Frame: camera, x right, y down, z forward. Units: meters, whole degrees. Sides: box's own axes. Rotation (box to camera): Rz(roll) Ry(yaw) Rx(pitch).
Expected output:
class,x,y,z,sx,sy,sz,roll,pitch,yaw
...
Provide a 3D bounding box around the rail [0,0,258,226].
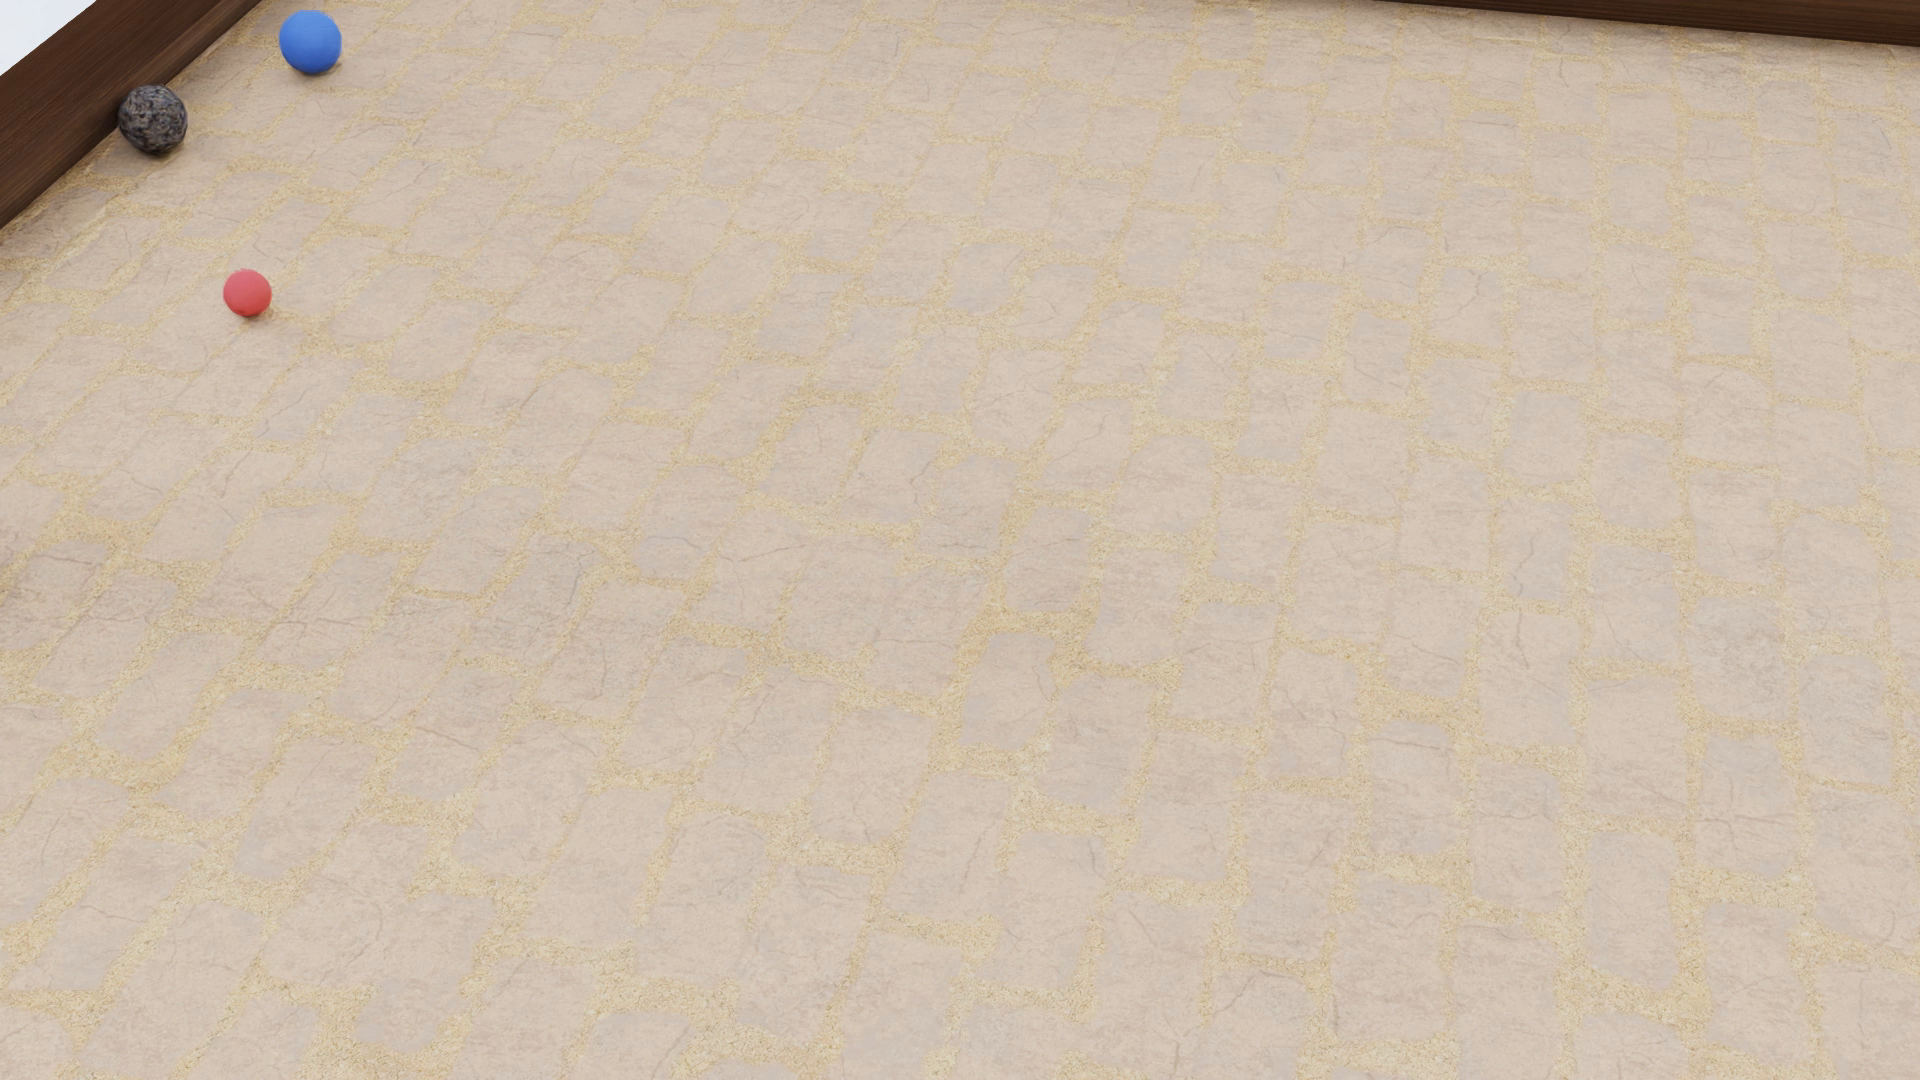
class,x,y,z,sx,sy,sz,roll,pitch,yaw
rail,-0.938,-0.147,2.046,0.045,0.128,2.323,7,35,10

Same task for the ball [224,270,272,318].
class,x,y,z,sx,sy,sz,roll,pitch,yaw
ball,-0.617,-0.213,2.221,0.041,0.041,0.041,0,35,0

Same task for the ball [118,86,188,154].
class,x,y,z,sx,sy,sz,roll,pitch,yaw
ball,-0.780,-0.407,2.482,0.065,0.065,0.065,0,35,0

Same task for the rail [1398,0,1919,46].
class,x,y,z,sx,sy,sz,roll,pitch,yaw
rail,1.210,-0.535,2.610,3.940,0.128,0.045,7,35,10

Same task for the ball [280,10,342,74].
class,x,y,z,sx,sy,sz,roll,pitch,yaw
ball,-0.666,-0.511,2.634,0.063,0.063,0.063,0,35,0
